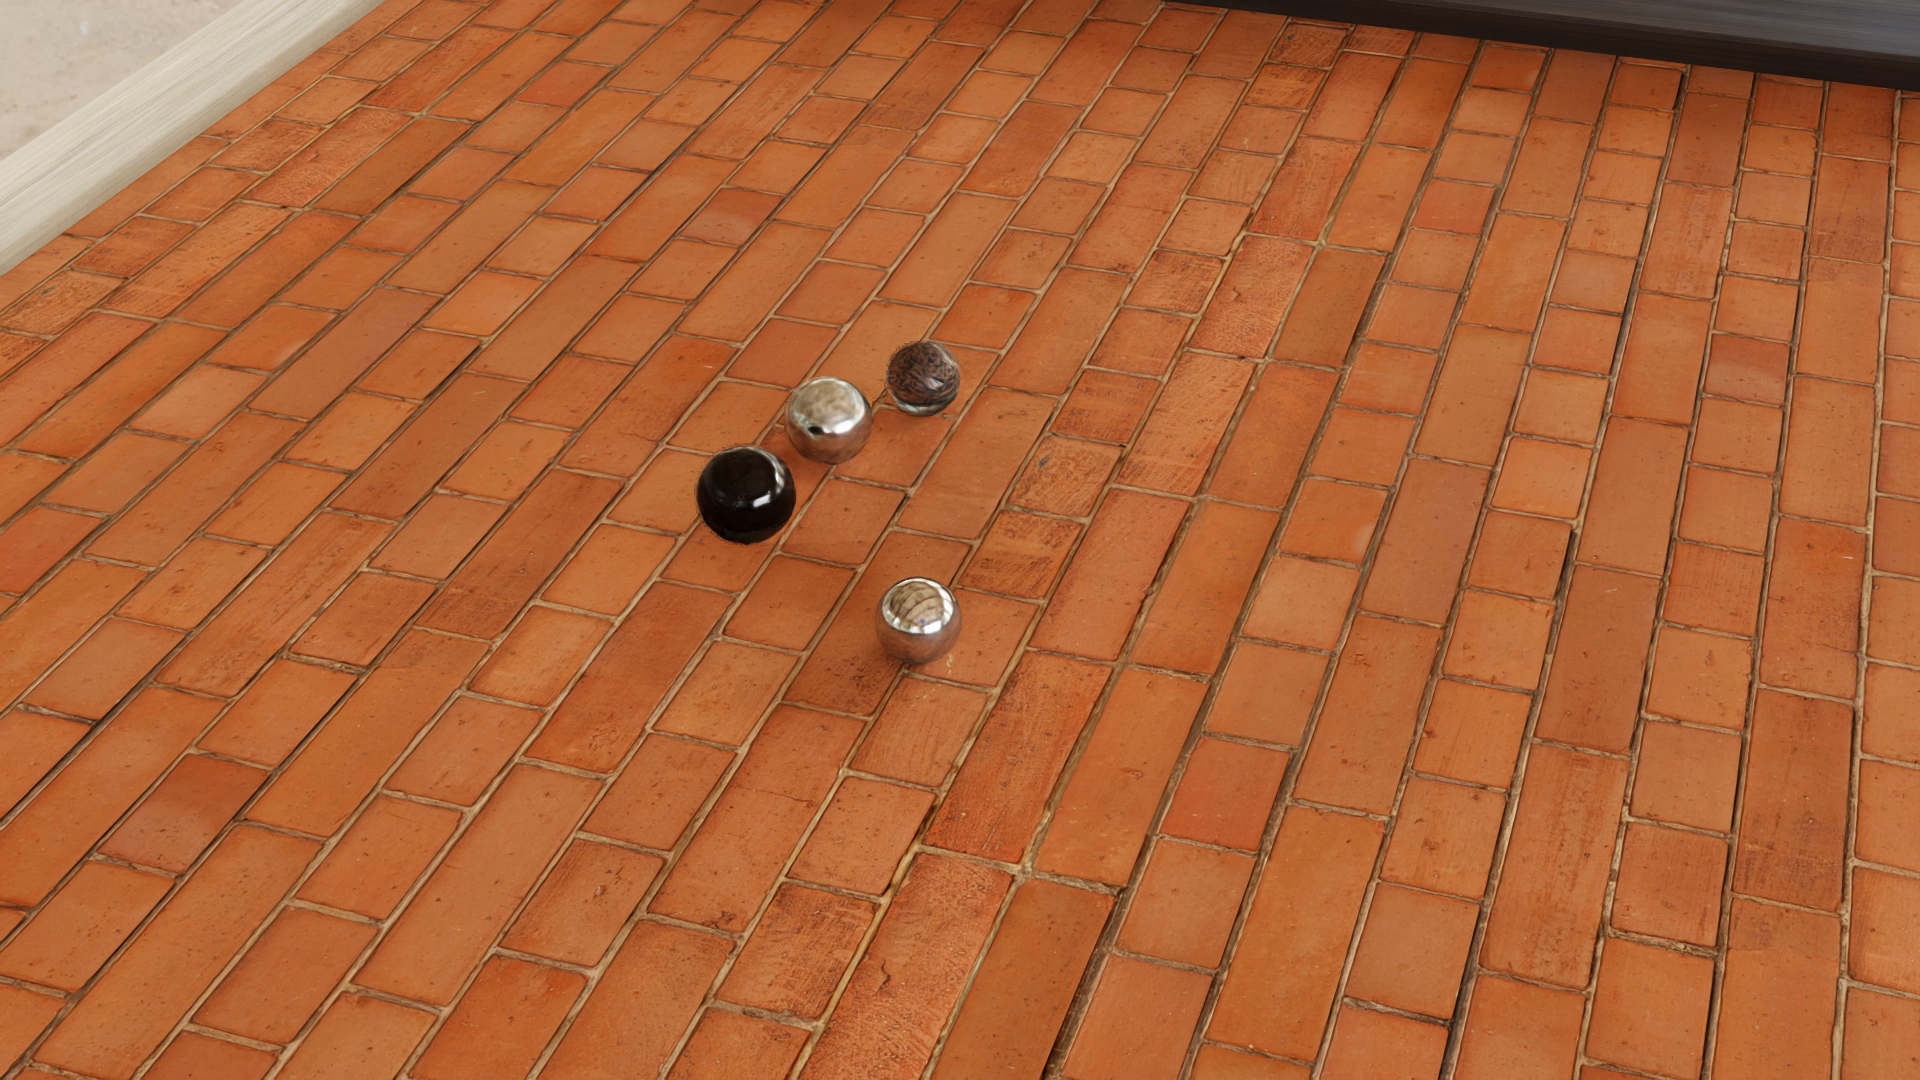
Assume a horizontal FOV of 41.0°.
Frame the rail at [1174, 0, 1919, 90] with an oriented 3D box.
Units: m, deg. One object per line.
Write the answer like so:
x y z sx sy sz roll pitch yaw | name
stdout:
1.386 -0.476 2.729 4.203 0.105 0.045 10 35 15 | rail

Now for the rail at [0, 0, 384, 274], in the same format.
-0.975 -0.191 2.294 0.045 0.105 2.520 10 35 15 | rail

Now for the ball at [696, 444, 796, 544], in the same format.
-0.174 -0.037 2.083 0.081 0.081 0.081 0 33 0 | ball

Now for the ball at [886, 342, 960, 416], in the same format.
-0.032 -0.141 2.257 0.065 0.065 0.065 0 33 0 | ball

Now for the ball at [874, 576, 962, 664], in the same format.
-0.032 0.061 1.947 0.067 0.067 0.067 0 33 0 | ball

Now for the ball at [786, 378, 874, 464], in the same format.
-0.112 -0.101 2.188 0.075 0.075 0.075 0 33 0 | ball
